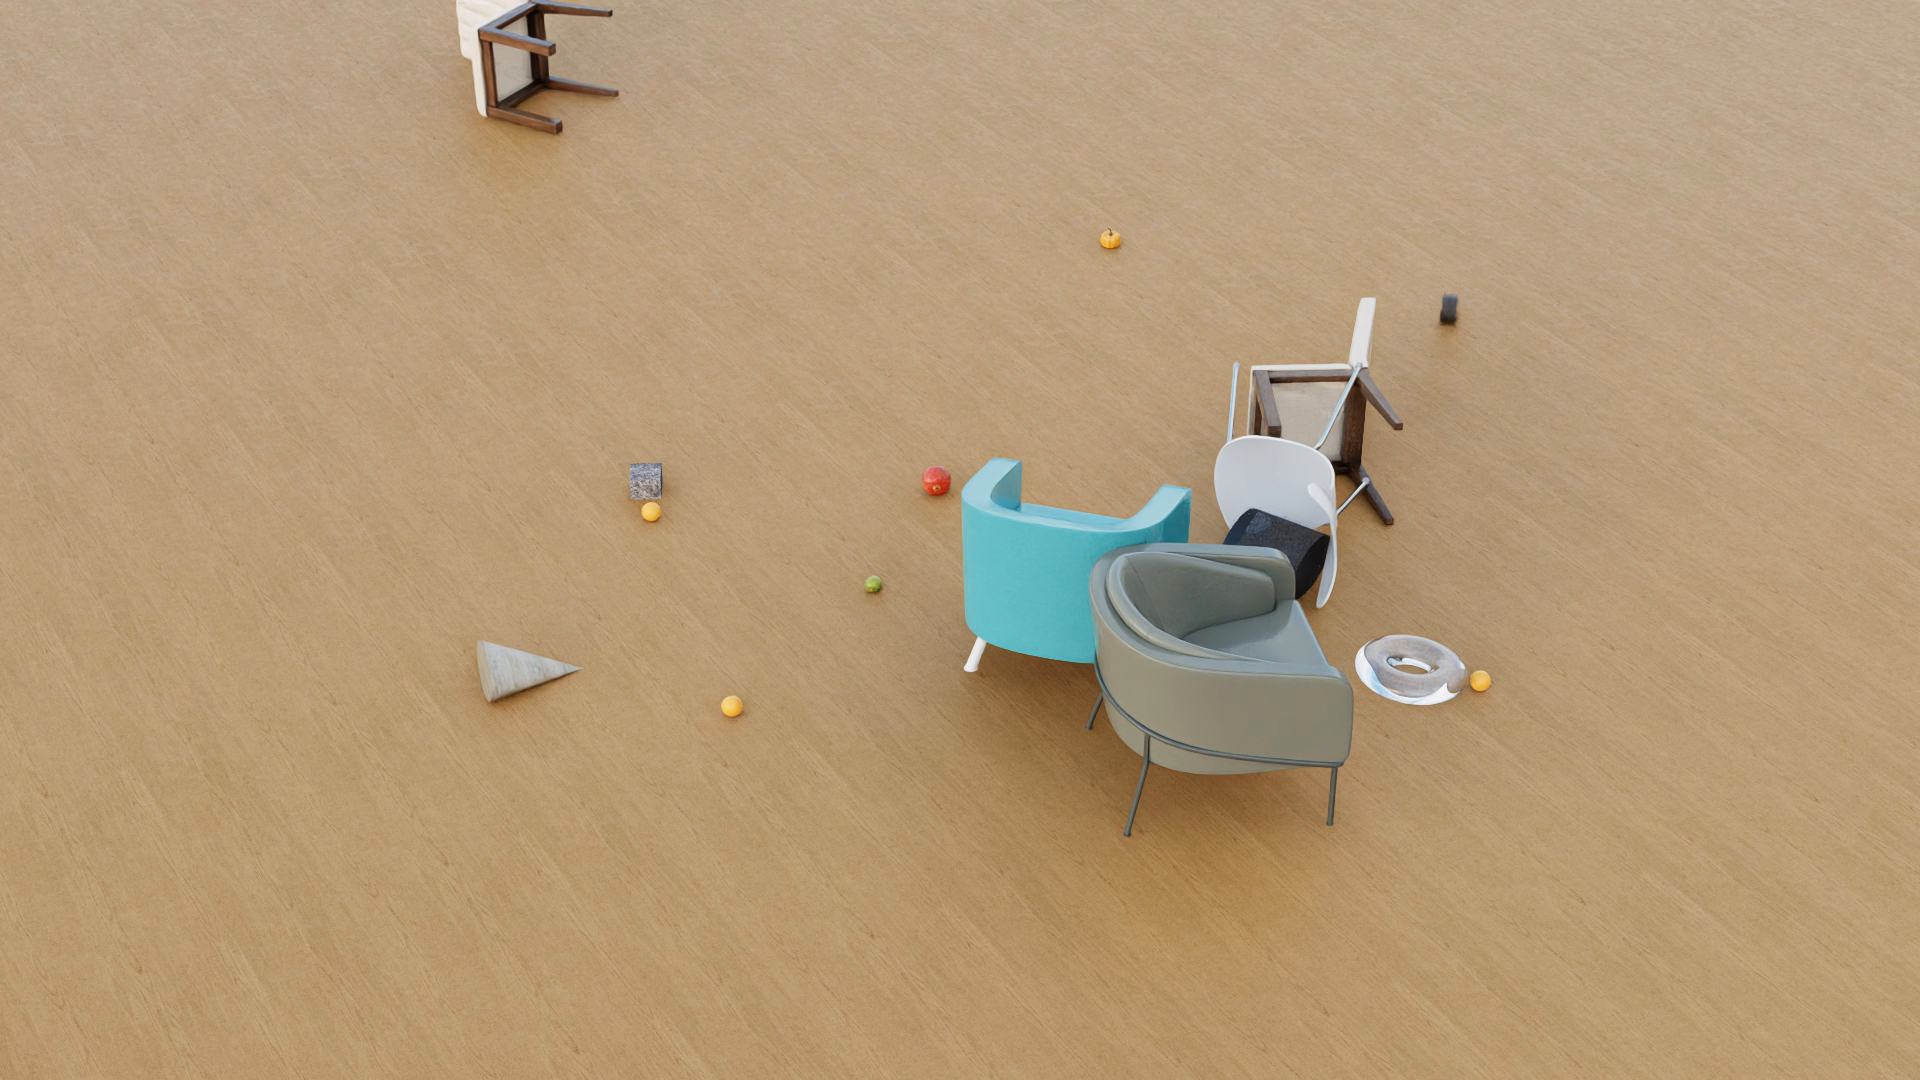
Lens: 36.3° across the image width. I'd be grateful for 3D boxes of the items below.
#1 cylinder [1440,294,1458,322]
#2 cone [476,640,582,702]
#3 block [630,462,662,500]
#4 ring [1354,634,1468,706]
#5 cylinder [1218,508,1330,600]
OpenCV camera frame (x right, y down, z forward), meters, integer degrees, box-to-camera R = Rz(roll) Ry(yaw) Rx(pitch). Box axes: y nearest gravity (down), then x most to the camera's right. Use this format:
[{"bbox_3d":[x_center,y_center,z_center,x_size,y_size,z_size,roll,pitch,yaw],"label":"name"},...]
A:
[{"bbox_3d":[2.055,-0.971,12.317,0.063,0.111,0.113,6,11,9],"label":"cylinder"},{"bbox_3d":[-1.481,0.450,10.203,0.351,0.131,0.315,0,35,-20],"label":"cone"},{"bbox_3d":[-1.200,-0.225,11.208,0.118,0.085,0.124,-1,33,-2],"label":"block"},{"bbox_3d":[1.565,0.449,10.175,0.394,0.099,0.348,17,36,22],"label":"ring"},{"bbox_3d":[1.146,0.048,10.684,0.308,0.191,0.289,22,58,29],"label":"cylinder"}]
